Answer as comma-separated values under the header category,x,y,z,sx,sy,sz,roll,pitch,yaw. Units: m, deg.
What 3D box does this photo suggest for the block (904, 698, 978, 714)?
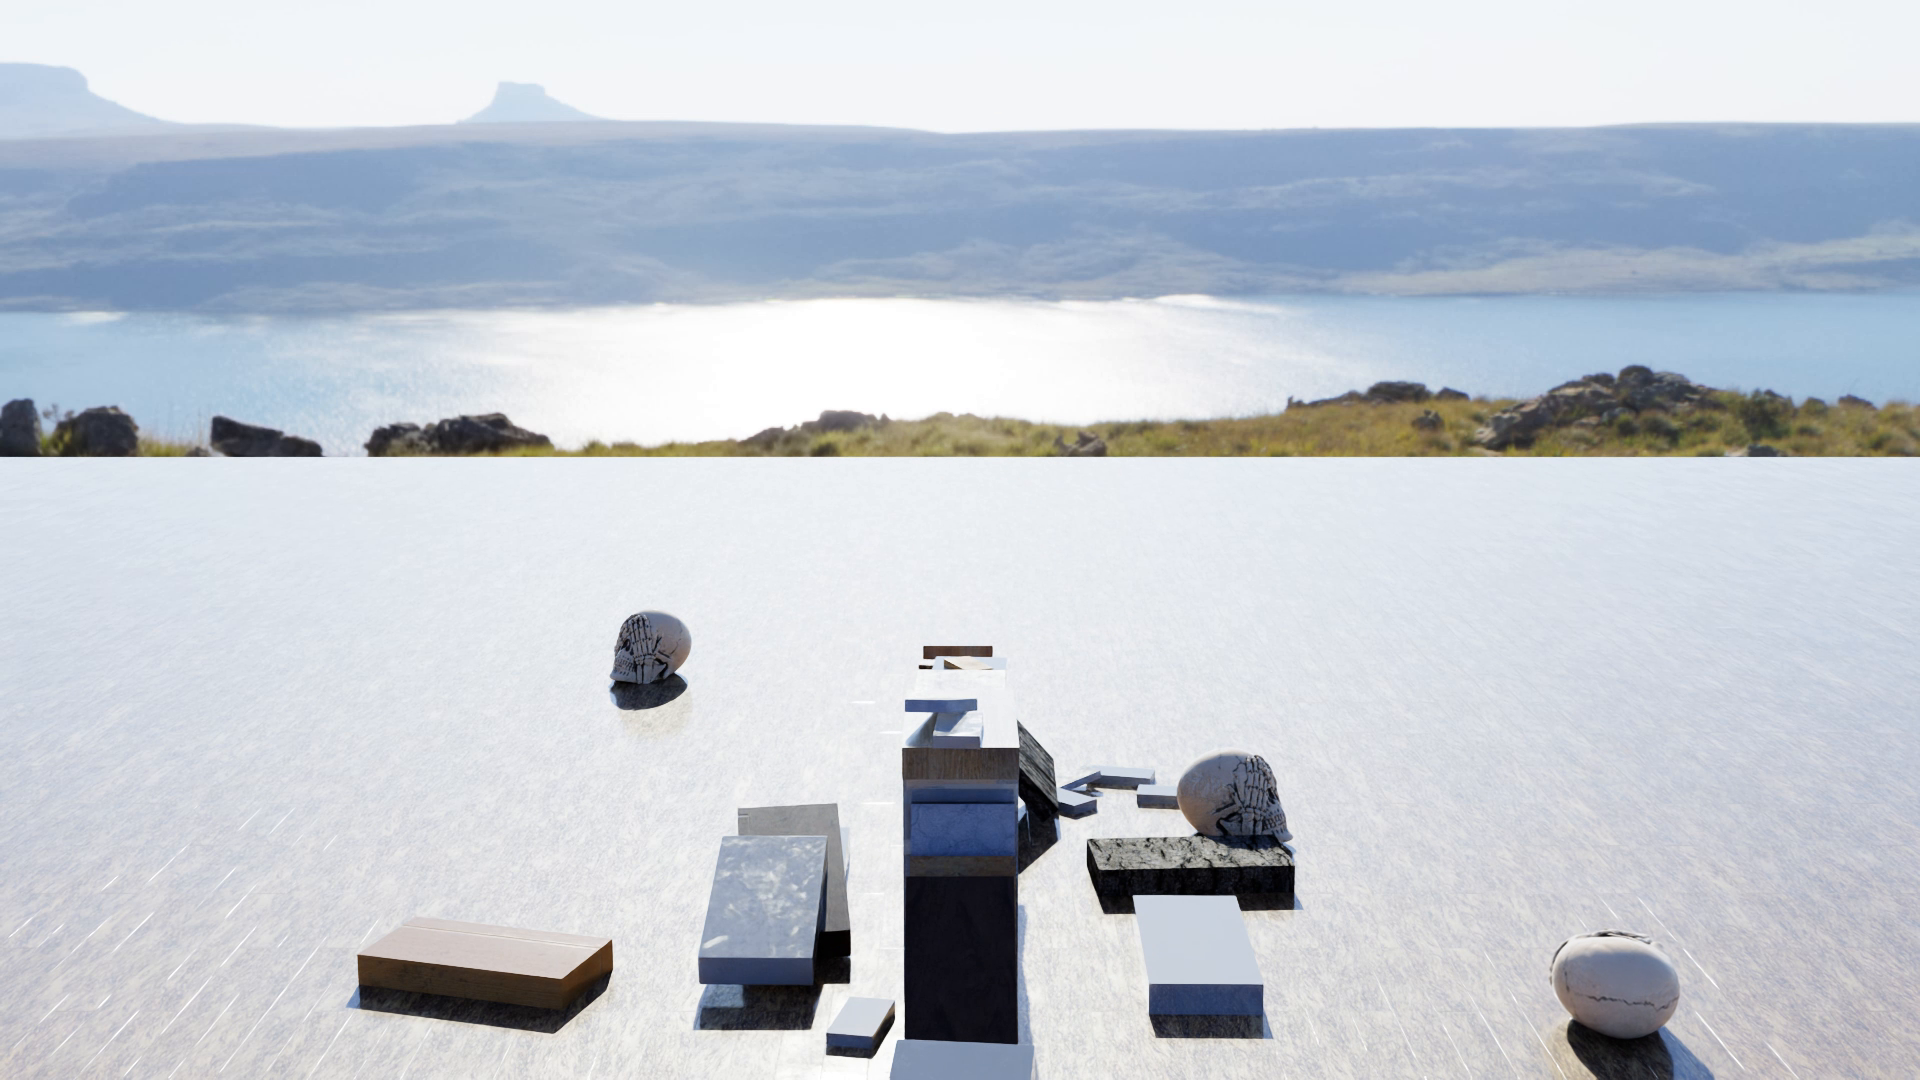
category,x,y,z,sx,sy,sz,roll,pitch,yaw
block,-0.027,0.246,3.276,0.067,0.019,0.134,0,-3,19

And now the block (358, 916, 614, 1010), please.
category,x,y,z,sx,sy,sz,roll,pitch,yaw
block,-0.712,0.633,3.305,0.336,0.048,0.168,3,11,16

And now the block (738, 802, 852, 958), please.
category,x,y,z,sx,sy,sz,roll,pitch,yaw
block,-0.270,0.545,3.535,0.168,0.048,0.378,-2,24,-6

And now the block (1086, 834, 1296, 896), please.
category,x,y,z,sx,sy,sz,roll,pitch,yaw
block,0.389,0.553,3.742,0.329,0.047,0.165,-1,11,-4

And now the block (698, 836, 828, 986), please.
category,x,y,z,sx,sy,sz,roll,pitch,yaw
block,-0.298,0.564,3.376,0.168,0.048,0.336,0,24,0

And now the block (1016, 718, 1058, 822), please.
category,x,y,z,sx,sy,sz,roll,pitch,yaw
block,0.122,0.421,4.132,0.038,0.135,0.271,-40,11,10

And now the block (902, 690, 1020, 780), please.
category,x,y,z,sx,sy,sz,roll,pitch,yaw
block,0.000,0.290,3.312,0.168,0.048,0.336,0,10,0

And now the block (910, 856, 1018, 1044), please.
category,x,y,z,sx,sy,sz,roll,pitch,yaw
block,0.004,0.583,3.051,0.149,0.042,0.299,0,55,0

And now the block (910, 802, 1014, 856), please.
category,x,y,z,sx,sy,sz,roll,pitch,yaw
block,0.004,0.529,3.173,0.149,0.299,0.042,0,-2,0

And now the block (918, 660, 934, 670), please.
category,x,y,z,sx,sy,sz,roll,pitch,yaw
block,-0.007,0.364,4.141,0.135,0.271,0.038,2,12,12

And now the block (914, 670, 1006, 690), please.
category,x,y,z,sx,sy,sz,roll,pitch,yaw
block,0.000,0.271,3.633,0.149,0.042,0.299,0,11,1

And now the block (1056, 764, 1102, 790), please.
category,x,y,z,sx,sy,sz,roll,pitch,yaw
block,0.217,0.464,4.257,0.102,0.014,0.051,-18,18,-27

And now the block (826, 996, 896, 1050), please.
category,x,y,z,sx,sy,sz,roll,pitch,yaw
block,-0.140,0.683,3.115,0.067,0.019,0.134,2,11,11

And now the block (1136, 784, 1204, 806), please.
category,x,y,z,sx,sy,sz,roll,pitch,yaw
block,0.401,0.485,4.183,0.126,0.018,0.063,1,11,8

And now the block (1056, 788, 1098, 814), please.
category,x,y,z,sx,sy,sz,roll,pitch,yaw
block,0.191,0.491,4.155,0.063,0.018,0.126,-10,15,-43

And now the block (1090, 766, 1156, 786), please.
category,x,y,z,sx,sy,sz,roll,pitch,yaw
block,0.315,0.462,4.307,0.126,0.018,0.063,3,11,14

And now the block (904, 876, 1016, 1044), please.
category,x,y,z,sx,sy,sz,roll,pitch,yaw
block,0.000,0.599,2.981,0.149,0.042,0.299,0,53,0

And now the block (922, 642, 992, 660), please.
category,x,y,z,sx,sy,sz,roll,pitch,yaw
block,-0.004,0.334,4.304,0.135,0.271,0.038,0,11,0

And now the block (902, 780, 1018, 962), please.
category,x,y,z,sx,sy,sz,roll,pitch,yaw
block,0.001,0.498,3.241,0.168,0.336,0.048,0,9,0

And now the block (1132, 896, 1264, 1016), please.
category,x,y,z,sx,sy,sz,roll,pitch,yaw
block,0.357,0.627,3.344,0.165,0.047,0.372,0,11,1

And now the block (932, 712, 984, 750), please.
category,x,y,z,sx,sy,sz,roll,pitch,yaw
block,-0.002,0.276,3.199,0.067,0.019,0.134,0,10,3

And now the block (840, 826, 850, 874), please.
category,x,y,z,sx,sy,sz,roll,pitch,yaw
block,-0.275,0.558,3.713,0.165,0.047,0.329,0,11,0

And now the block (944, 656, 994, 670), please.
category,x,y,z,sx,sy,sz,roll,pitch,yaw
block,0.014,0.228,3.941,0.051,0.014,0.102,-5,12,-24

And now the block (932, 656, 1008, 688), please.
category,x,y,z,sx,sy,sz,roll,pitch,yaw
block,0.013,0.257,3.923,0.131,0.037,0.262,1,11,4

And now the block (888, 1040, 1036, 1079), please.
category,x,y,z,sx,sy,sz,roll,pitch,yaw
block,-0.013,0.723,2.536,0.170,0.048,0.382,1,27,6
